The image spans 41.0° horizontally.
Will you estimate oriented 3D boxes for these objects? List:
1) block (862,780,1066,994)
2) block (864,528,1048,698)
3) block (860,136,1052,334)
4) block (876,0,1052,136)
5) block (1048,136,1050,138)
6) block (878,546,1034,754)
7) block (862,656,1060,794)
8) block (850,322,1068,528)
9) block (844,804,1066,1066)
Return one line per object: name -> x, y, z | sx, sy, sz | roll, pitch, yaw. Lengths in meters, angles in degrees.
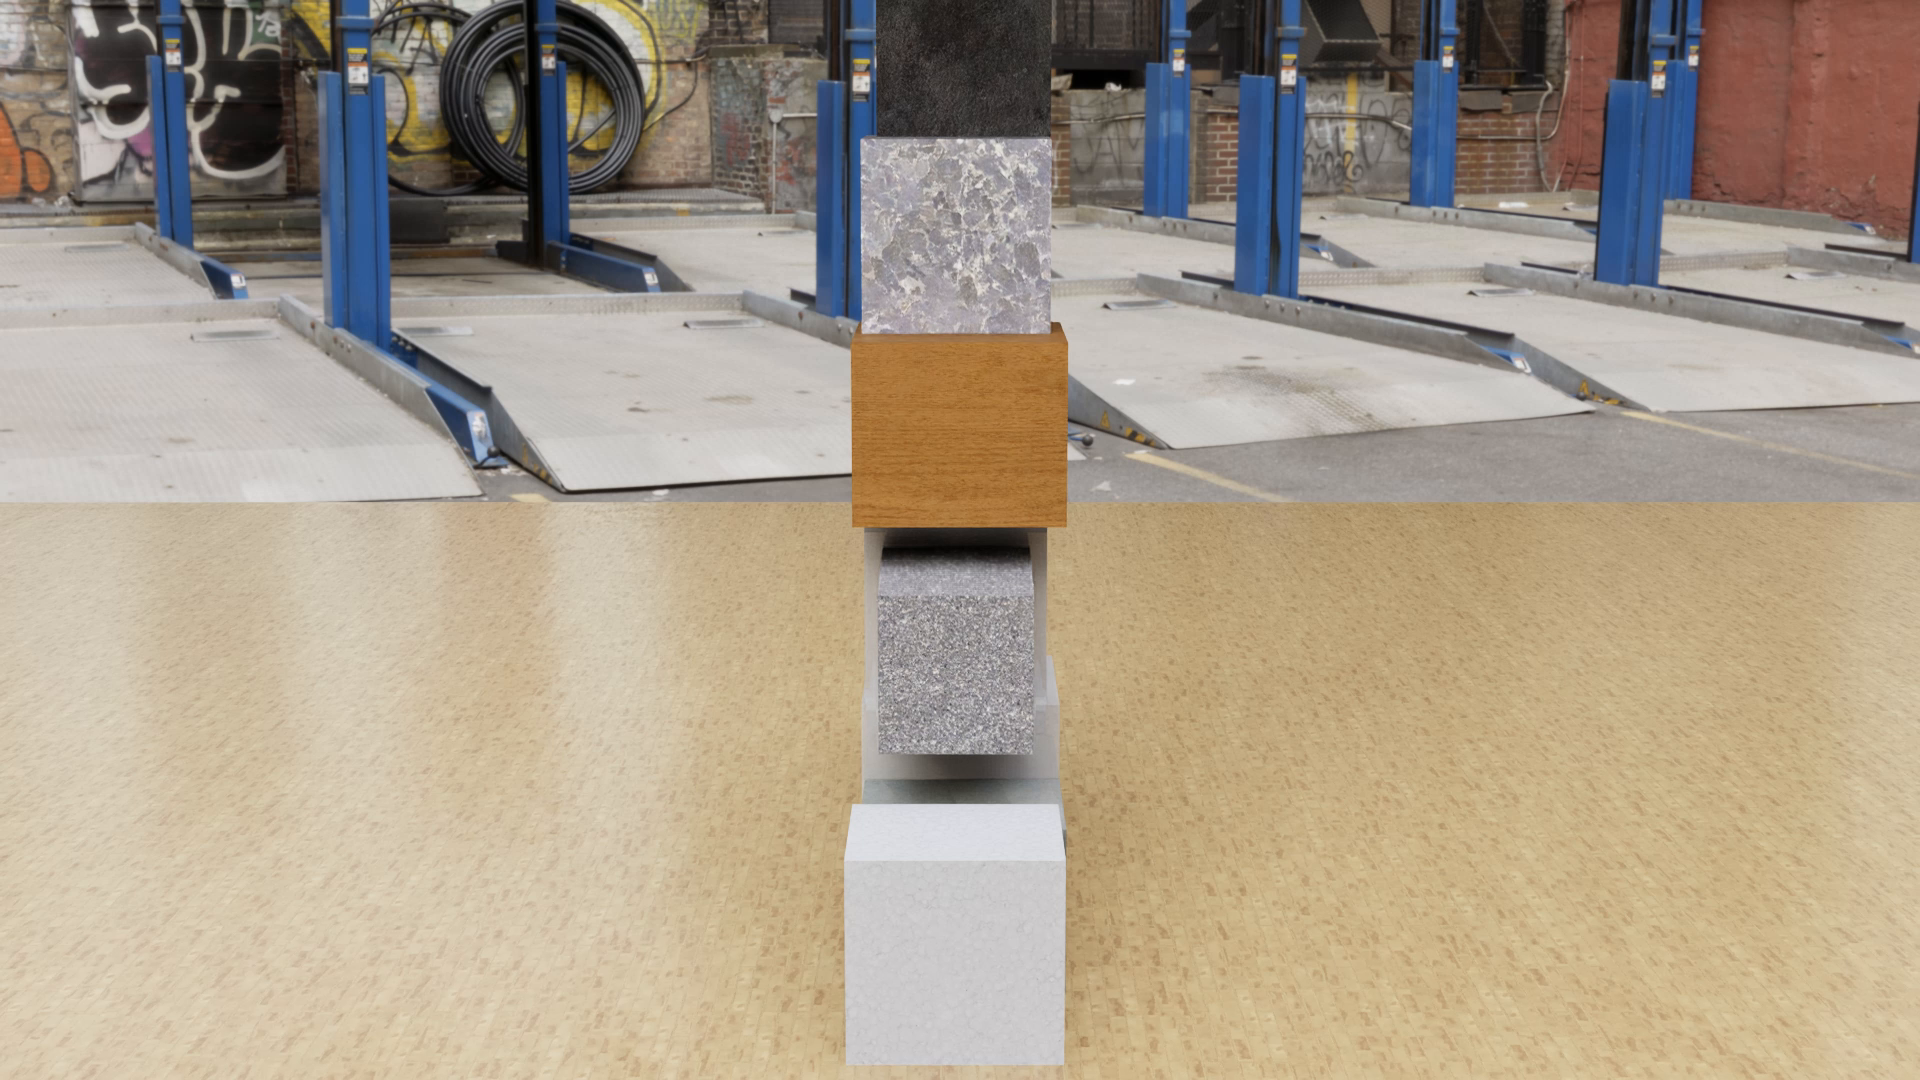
block -> 0.009, 1.367, 10.203 | 0.796, 0.659, 0.710 | 0, 10, 0
block -> -0.018, 0.195, 10.892 | 0.746, 0.778, 0.786 | 0, 10, 0
block -> -0.015, -1.272, 10.580 | 0.757, 0.769, 0.745 | 0, 10, 0
block -> 0.016, -2.111, 10.803 | 0.717, 0.806, 0.644 | 0, 10, 0
block -> 0.019, -1.362, 11.338 | 0.722, 0.834, 0.721 | 0, 9, 0
block -> -0.016, 0.426, 10.143 | 0.596, 0.638, 0.691 | 0, 16, 0
block -> 0.002, 1.068, 10.980 | 0.808, 0.971, 0.906 | 0, 10, 0
block -> -0.002, -0.482, 10.418 | 0.842, 0.725, 0.848 | 0, 10, 0
block -> -0.018, 1.445, 9.485 | 0.784, 0.763, 0.710 | 0, 10, 0
